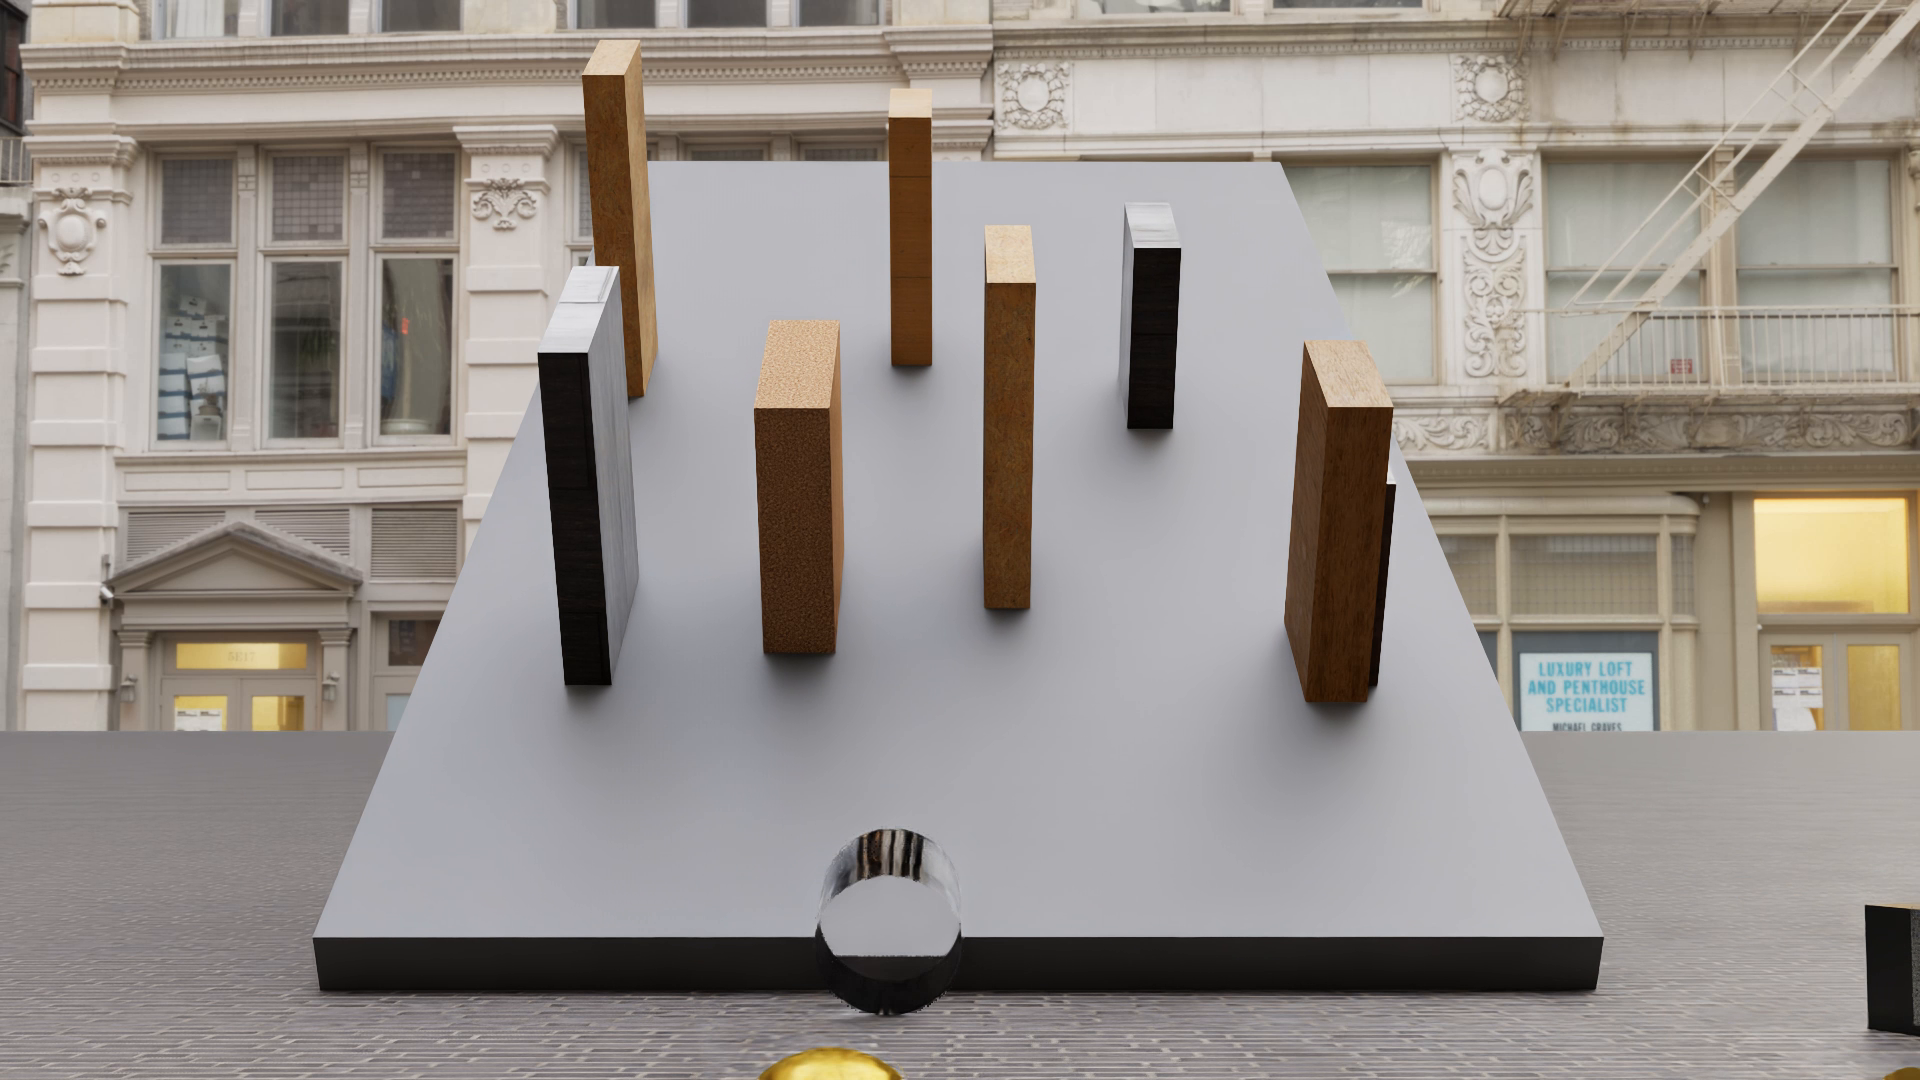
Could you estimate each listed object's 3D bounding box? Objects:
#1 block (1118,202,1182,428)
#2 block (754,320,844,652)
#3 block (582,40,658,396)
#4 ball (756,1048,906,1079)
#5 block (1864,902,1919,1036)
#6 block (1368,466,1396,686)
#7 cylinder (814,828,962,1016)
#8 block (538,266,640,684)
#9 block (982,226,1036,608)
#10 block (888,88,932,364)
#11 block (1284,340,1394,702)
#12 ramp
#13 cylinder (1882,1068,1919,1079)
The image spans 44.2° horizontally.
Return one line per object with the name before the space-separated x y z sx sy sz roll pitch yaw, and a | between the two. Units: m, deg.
block | 0.436 -0.521 5.460 0.105 0.436 0.316 0 26 0
block | -0.304 -0.109 4.550 0.136 0.502 0.439 0 26 0
block | -0.793 -0.753 5.543 0.094 0.772 0.304 0 26 0
ball | -0.101 0.476 1.828 0.163 0.163 0.163 0 -4 0
block | 1.351 0.580 3.188 0.168 0.168 0.168 2 -5 -26
block | 0.730 0.022 4.394 0.082 0.410 0.279 0 26 0
cylinder | -0.103 0.555 3.451 0.210 0.210 0.210 0 11 0
block | -0.686 -0.124 4.402 0.087 0.659 0.435 0 26 0
block | 0.093 -0.241 4.623 0.090 0.676 0.324 0 26 0
block | -0.118 -0.759 5.731 0.100 0.619 0.243 0 26 0
block | 0.686 -0.035 4.314 0.112 0.584 0.310 0 26 0
ramp | -0.010 -0.228 5.470 2.000 0.100 4.000 0 26 0
cylinder | 0.776 0.467 1.725 0.163 0.163 0.163 2 -5 -13
